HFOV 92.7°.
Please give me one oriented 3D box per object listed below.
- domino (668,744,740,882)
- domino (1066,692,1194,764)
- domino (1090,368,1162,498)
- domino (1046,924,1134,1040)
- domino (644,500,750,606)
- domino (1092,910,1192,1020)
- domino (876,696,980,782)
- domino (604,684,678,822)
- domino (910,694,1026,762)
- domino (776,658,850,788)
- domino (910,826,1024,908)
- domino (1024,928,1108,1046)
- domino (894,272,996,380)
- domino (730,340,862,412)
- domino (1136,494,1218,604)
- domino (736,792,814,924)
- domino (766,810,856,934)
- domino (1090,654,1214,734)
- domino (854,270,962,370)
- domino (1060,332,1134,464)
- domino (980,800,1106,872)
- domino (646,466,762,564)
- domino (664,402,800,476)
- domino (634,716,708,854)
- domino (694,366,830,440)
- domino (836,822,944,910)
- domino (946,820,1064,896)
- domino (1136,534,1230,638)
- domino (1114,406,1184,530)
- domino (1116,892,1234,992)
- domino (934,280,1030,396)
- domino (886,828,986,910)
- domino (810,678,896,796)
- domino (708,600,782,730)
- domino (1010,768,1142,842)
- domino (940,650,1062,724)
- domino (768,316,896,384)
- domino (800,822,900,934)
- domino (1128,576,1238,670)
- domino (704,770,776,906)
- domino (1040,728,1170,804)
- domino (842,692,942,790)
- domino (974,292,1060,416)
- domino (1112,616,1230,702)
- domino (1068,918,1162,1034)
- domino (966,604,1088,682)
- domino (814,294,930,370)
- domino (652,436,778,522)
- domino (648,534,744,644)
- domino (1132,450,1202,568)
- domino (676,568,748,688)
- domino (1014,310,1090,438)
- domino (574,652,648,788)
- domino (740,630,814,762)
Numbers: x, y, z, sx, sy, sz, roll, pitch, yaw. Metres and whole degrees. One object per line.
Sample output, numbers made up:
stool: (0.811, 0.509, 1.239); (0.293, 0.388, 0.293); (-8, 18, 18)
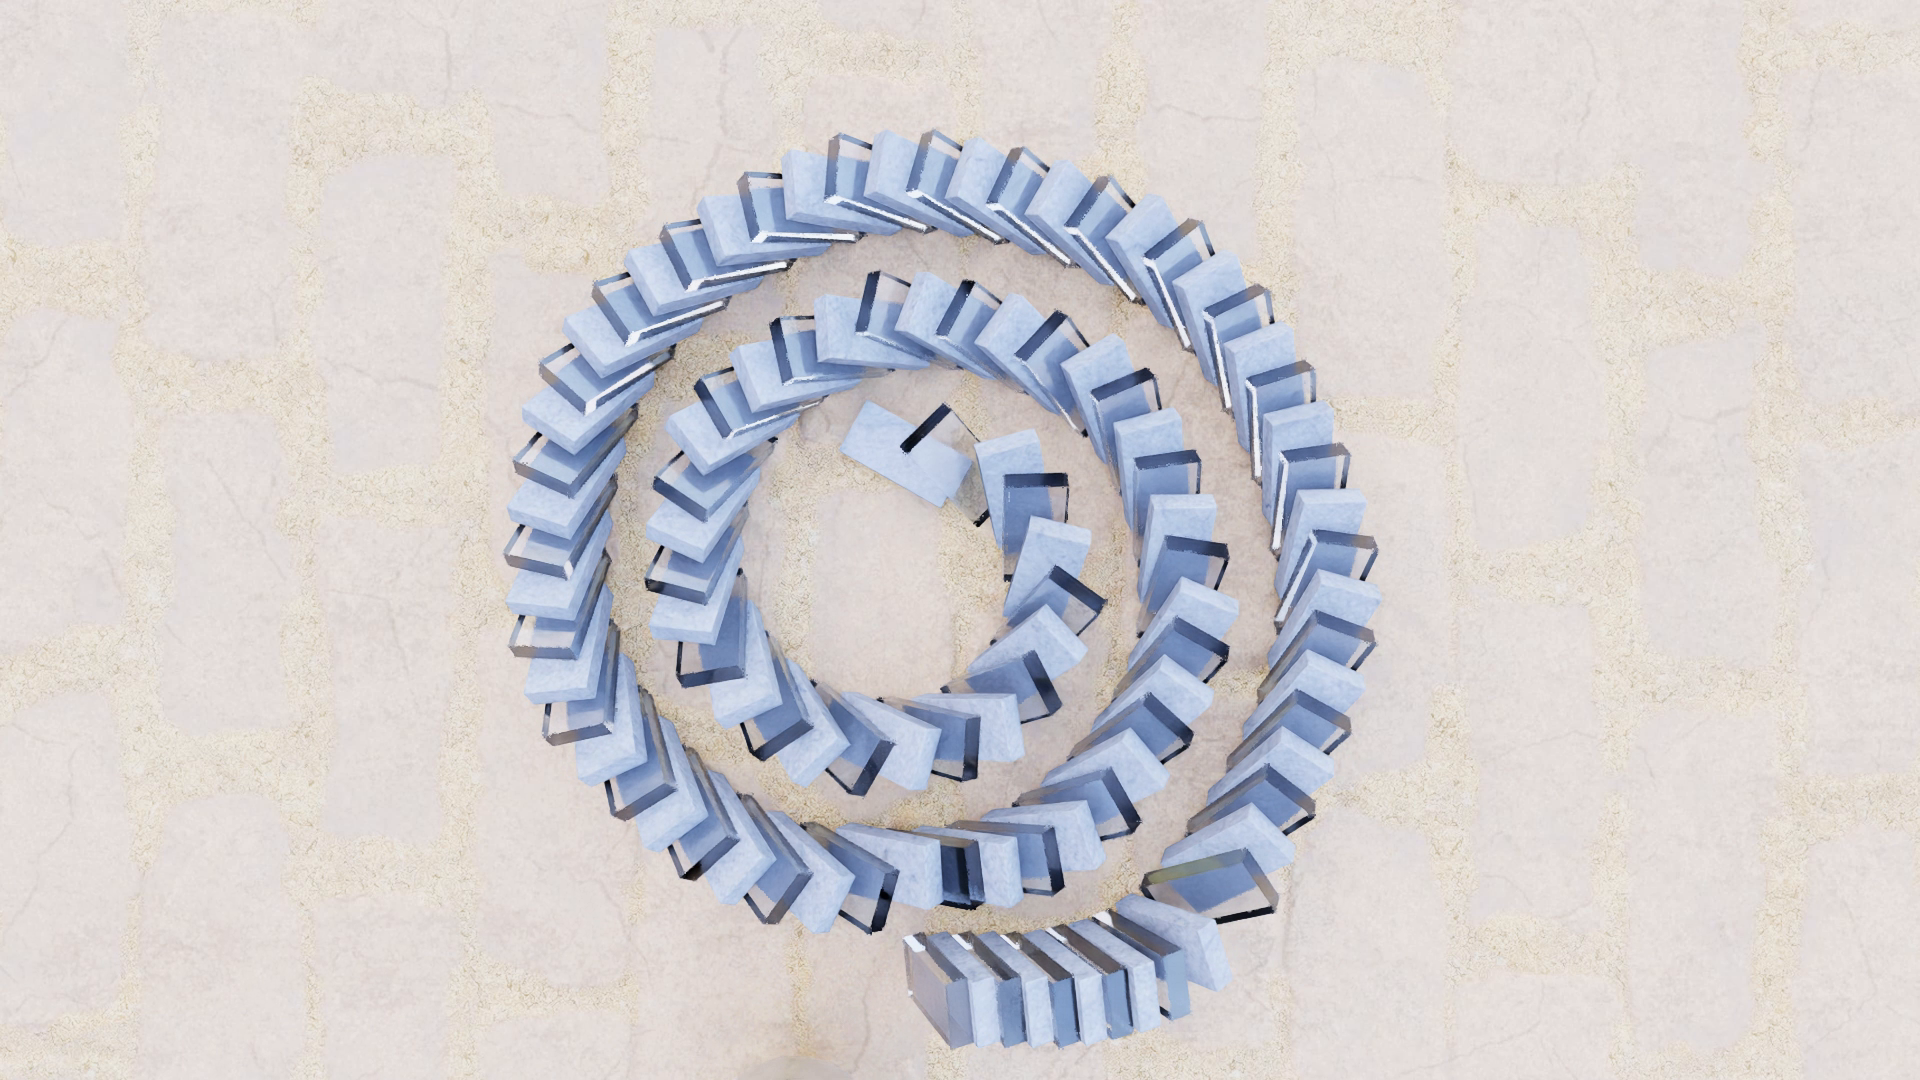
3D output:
domino: (-0.113, 0.113, 0.381); (0.025, 0.010, 0.050); (-42, 53, 0)
domino: (0.070, 0.086, 0.381); (0.025, 0.009, 0.050); (42, 128, 0)
domino: (0.072, -0.044, 0.381); (0.025, 0.010, 0.050); (-22, 129, -1)
domino: (0.052, 0.179, 0.375); (0.009, 0.050, 0.025); (-6, 90, -23)
domino: (-0.108, 0.002, 0.380); (0.025, 0.010, 0.050); (14, 51, 1)
domino: (0.073, 0.173, 0.375); (0.010, 0.050, 0.025); (-8, 90, -25)
domino: (-0.014, 0.082, 0.380); (0.050, 0.010, 0.025); (4, 91, 40)
domino: (-0.136, 0.088, 0.381); (0.025, 0.010, 0.050); (-32, 53, 0)
domino: (0.003, 0.077, 0.380); (0.050, 0.010, 0.025); (-8, 91, 41)
domino: (-0.068, 0.075, 0.380); (0.025, 0.009, 0.050); (-44, 49, 0)
domino: (0.002, 0.135, 0.381); (0.050, 0.010, 0.025); (-7, 90, 38)
domino: (0.042, 0.182, 0.375); (0.010, 0.050, 0.025); (-6, 90, -22)
domino: (-0.001, -0.088, 0.381); (0.050, 0.010, 0.025); (21, 89, -39)
domino: (-0.068, -0.071, 0.381); (0.050, 0.010, 0.025); (-22, 90, -39)
domino: (0.089, 0.004, 0.381); (0.025, 0.009, 0.050); (-1, 128, 0)
domino: (-0.084, 0.132, 0.381); (0.050, 0.010, 0.025); (36, 91, 38)
domino: (-0.068, 0.137, 0.381); (0.050, 0.010, 0.025); (26, 90, 38)
domino: (0.079, 0.072, 0.381); (0.025, 0.010, 0.050); (36, 128, 0)
domino: (-0.018, -0.090, 0.381); (0.050, 0.009, 0.025); (13, 89, -39)
domino: (0.062, -0.058, 0.381); (0.025, 0.009, 0.050); (-30, 129, -1)
domino: (0.034, 0.124, 0.381); (0.050, 0.009, 0.025); (-19, 91, 38)
domino: (-0.106, -0.016, 0.380); (0.025, 0.009, 0.050); (24, 49, 0)
domino: (-0.094, -0.049, 0.380); (0.025, 0.010, 0.050); (51, 50, 1)
domino: (-0.125, 0.101, 0.381); (0.025, 0.010, 0.050); (-37, 53, 0)
domino: (-0.082, -0.062, 0.380); (0.050, 0.010, 0.025); (-30, 89, -39)
domino: (-0.030, 0.135, 0.381); (0.050, 0.009, 0.025); (-3, 90, 38)
domino: (0.018, 0.131, 0.381); (0.050, 0.010, 0.025); (-10, 90, 38)
domino: (0.092, 0.022, 0.381); (0.025, 0.010, 0.050); (9, 129, 0)
domino: (0.080, -0.029, 0.381); (0.025, 0.010, 0.050); (-15, 128, 0)
domino: (0.087, 0.164, 0.376); (0.010, 0.050, 0.025); (-19, 92, -31)
domino: (0.015, -0.083, 0.381); (0.050, 0.010, 0.025); (28, 90, -38)
domino: (-0.014, 0.136, 0.381); (0.050, 0.010, 0.025); (-7, 90, 38)
domino: (-0.051, 0.081, 0.380); (0.050, 0.010, 0.025); (30, 90, 41)
domino: (-0.092, 0.051, 0.380); (0.025, 0.010, 0.050); (-25, 50, 0)
domino: (0.048, 0.113, 0.381); (0.050, 0.009, 0.025); (-30, 90, 39)
domino: (0.016, 0.065, 0.380); (0.050, 0.010, 0.025); (-27, 90, 42)
domino: (-0.052, -0.080, 0.381); (0.050, 0.010, 0.025); (-13, 90, -39)
domino: (-0.050, 0.139, 0.381); (0.050, 0.010, 0.025); (15, 90, 36)
domino: (0.092, 0.040, 0.381); (0.025, 0.010, 0.050); (23, 128, -1)
domino: (-0.099, 0.123, 0.381); (0.025, 0.009, 0.050); (-48, 52, 1)
domino: (0.060, 0.100, 0.381); (0.025, 0.010, 0.050); (49, 128, 0)
domino: (-0.032, 0.083, 0.380); (0.050, 0.009, 0.025); (15, 90, 39)
domino: (0.031, -0.077, 0.381); (0.050, 0.009, 0.025); (35, 90, -38)
domino: (0.087, 0.056, 0.381); (0.025, 0.009, 0.050); (29, 128, 0)
domino: (0.062, 0.177, 0.375); (0.009, 0.050, 0.025); (-7, 90, -23)
domino: (0.027, 0.050, 0.380); (0.025, 0.010, 0.050); (47, 131, 0)
domino: (-0.036, -0.085, 0.380); (0.050, 0.010, 0.025); (-4, 90, -40)
domino: (-0.101, -0.032, 0.380); (0.025, 0.009, 0.050); (34, 50, 0)
domino: (-0.108, 0.019, 0.380); (0.025, 0.010, 0.050); (6, 50, 1)
domino: (0.085, -0.013, 0.381); (0.025, 0.010, 0.050); (-8, 128, 0)
domino: (-0.102, 0.036, 0.380); (0.025, 0.010, 0.050); (-10, 49, 0)
domino: (0.046, -0.068, 0.381); (0.025, 0.009, 0.050); (-47, 129, 0)
domino: (-0.147, 0.074, 0.381); (0.025, 0.009, 0.050); (-25, 52, 0)
domino: (-0.081, 0.064, 0.380); (0.025, 0.010, 0.050); (-34, 50, 0)
